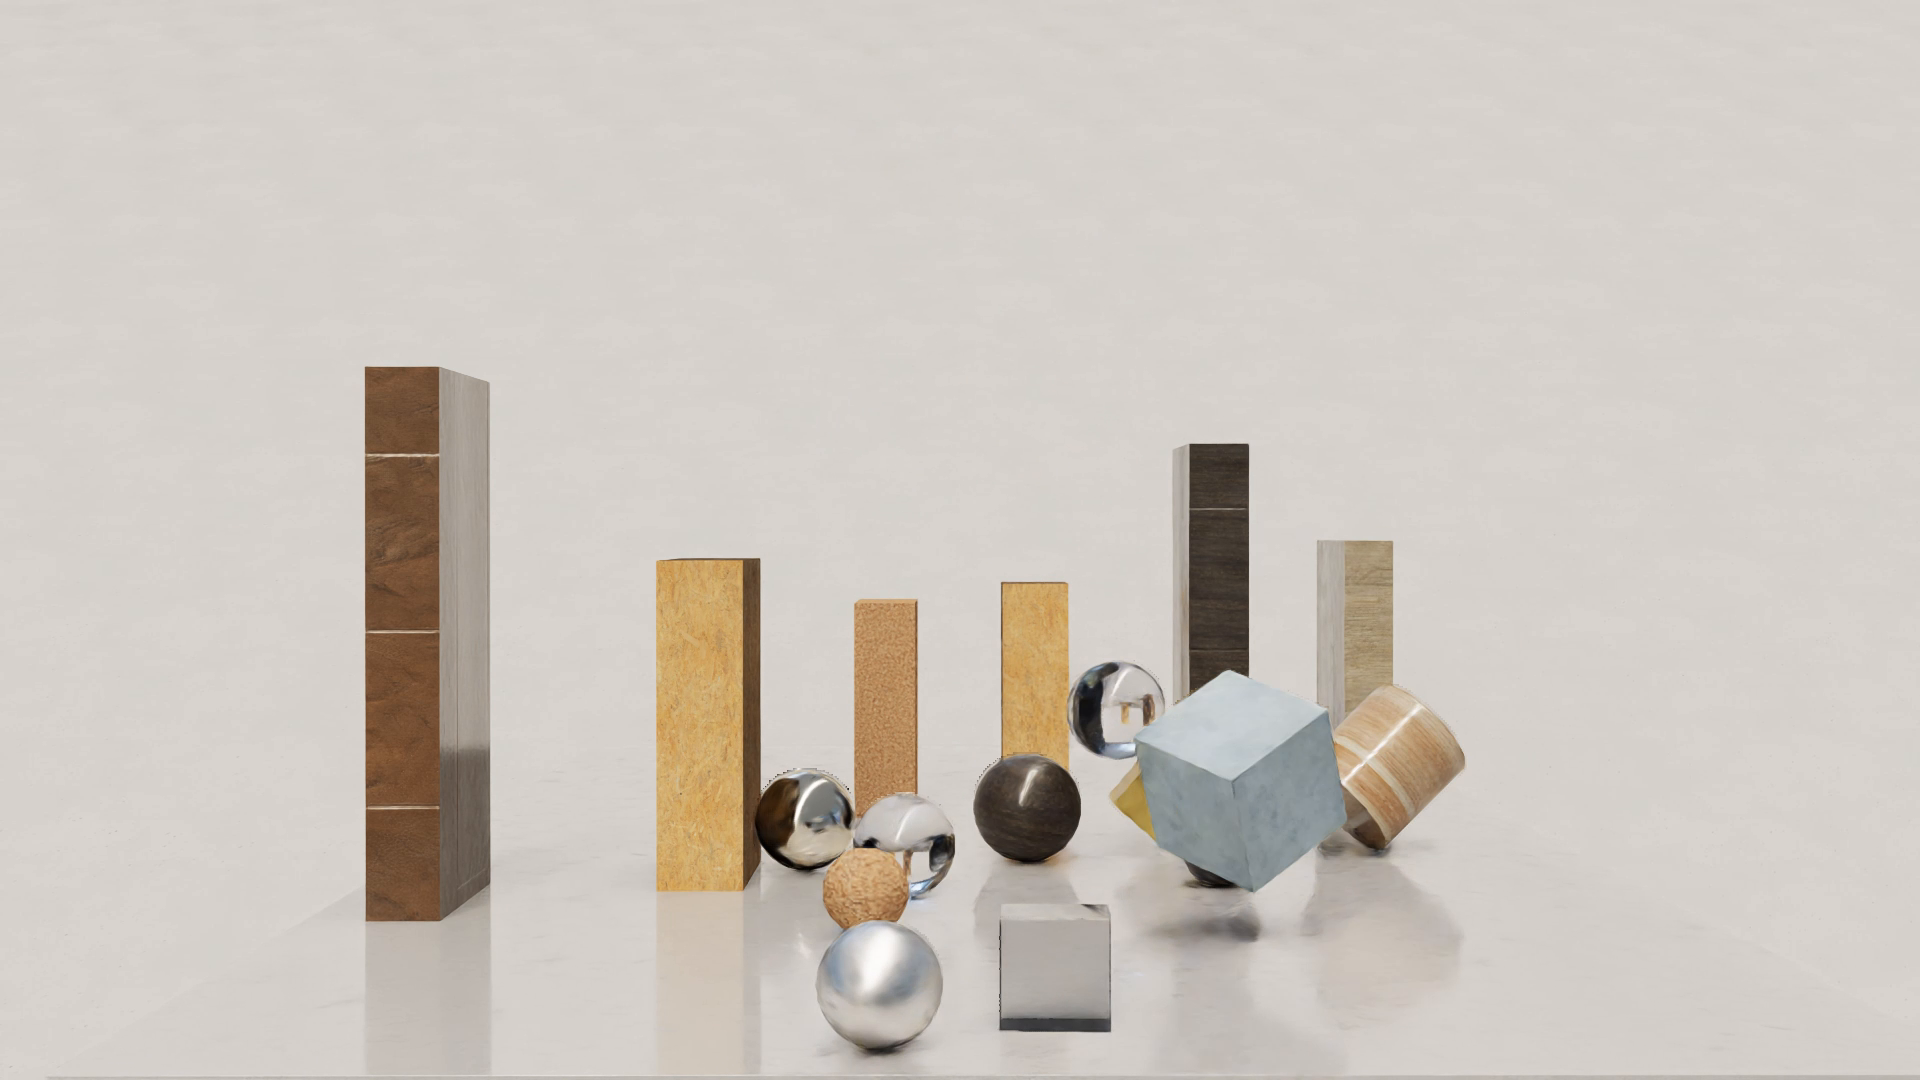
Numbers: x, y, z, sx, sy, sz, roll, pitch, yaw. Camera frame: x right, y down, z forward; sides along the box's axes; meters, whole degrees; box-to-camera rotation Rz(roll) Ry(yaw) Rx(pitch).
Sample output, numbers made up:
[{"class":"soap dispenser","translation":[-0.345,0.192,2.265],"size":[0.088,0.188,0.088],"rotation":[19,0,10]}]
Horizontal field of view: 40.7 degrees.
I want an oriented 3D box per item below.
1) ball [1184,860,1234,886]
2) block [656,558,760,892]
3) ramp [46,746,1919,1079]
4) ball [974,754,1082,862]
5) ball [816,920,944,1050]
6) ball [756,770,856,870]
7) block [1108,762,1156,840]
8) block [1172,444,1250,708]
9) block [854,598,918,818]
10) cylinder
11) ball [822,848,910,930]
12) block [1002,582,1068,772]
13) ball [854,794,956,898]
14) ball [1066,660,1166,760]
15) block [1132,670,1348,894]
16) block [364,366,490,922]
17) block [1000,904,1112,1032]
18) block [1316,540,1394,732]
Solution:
[{"class":"ball","translation":[0.407,0.478,4.028],"size":[0.122,0.122,0.122],"rotation":[0,29,0]},{"class":"block","translation":[-0.400,0.285,4.157],"size":[0.133,0.508,0.361],"rotation":[0,0,0]},{"class":"ramp","translation":[0.066,0.587,4.637],"size":[2.000,0.100,4.000],"rotation":[0,0,0]},{"class":"ball","translation":[0.113,0.448,4.330],"size":[0.181,0.181,0.181],"rotation":[0,29,0]},{"class":"ball","translation":[-0.086,0.477,2.774],"size":[0.137,0.137,0.137],"rotation":[0,29,0]},{"class":"ball","translation":[-0.252,0.458,4.224],"size":[0.163,0.163,0.163],"rotation":[0,29,0]},{"class":"block","translation":[0.347,0.444,4.490],"size":[0.121,0.121,0.121],"rotation":[41,1,-2]},{"class":"block","translation":[0.457,0.183,4.731],"size":[0.106,0.707,0.360],"rotation":[0,0,0]},{"class":"block","translation":[-0.145,0.328,5.149],"size":[0.118,0.414,0.320],"rotation":[0,0,0]},{"class":"cylinder","translation":[0.730,0.393,4.479],"size":[0.203,0.203,0.203],"rotation":[-42,44,-14]},{"class":"ball","translation":[-0.130,0.482,3.555],"size":[0.119,0.119,0.119],"rotation":[0,29,0]},{"class":"block","translation":[0.166,0.314,5.806],"size":[0.145,0.436,0.240],"rotation":[0,0,0]},{"class":"ball","translation":[-0.084,0.463,3.916],"size":[0.155,0.155,0.155],"rotation":[0,29,0]},{"class":"ball","translation":[0.260,0.284,4.312],"size":[0.166,0.166,0.166],"rotation":[0,29,0]},{"class":"block","translation":[0.380,0.324,3.503],"size":[0.186,0.186,0.186],"rotation":[-32,34,-29]},{"class":"block","translation":[-0.792,0.147,3.870],"size":[0.105,0.788,0.399],"rotation":[0,0,0]},{"class":"block","translation":[0.108,0.483,2.928],"size":[0.124,0.124,0.124],"rotation":[0,0,2]},{"class":"block","translation":[0.882,0.266,5.798],"size":[0.106,0.531,0.431],"rotation":[0,0,0]}]
